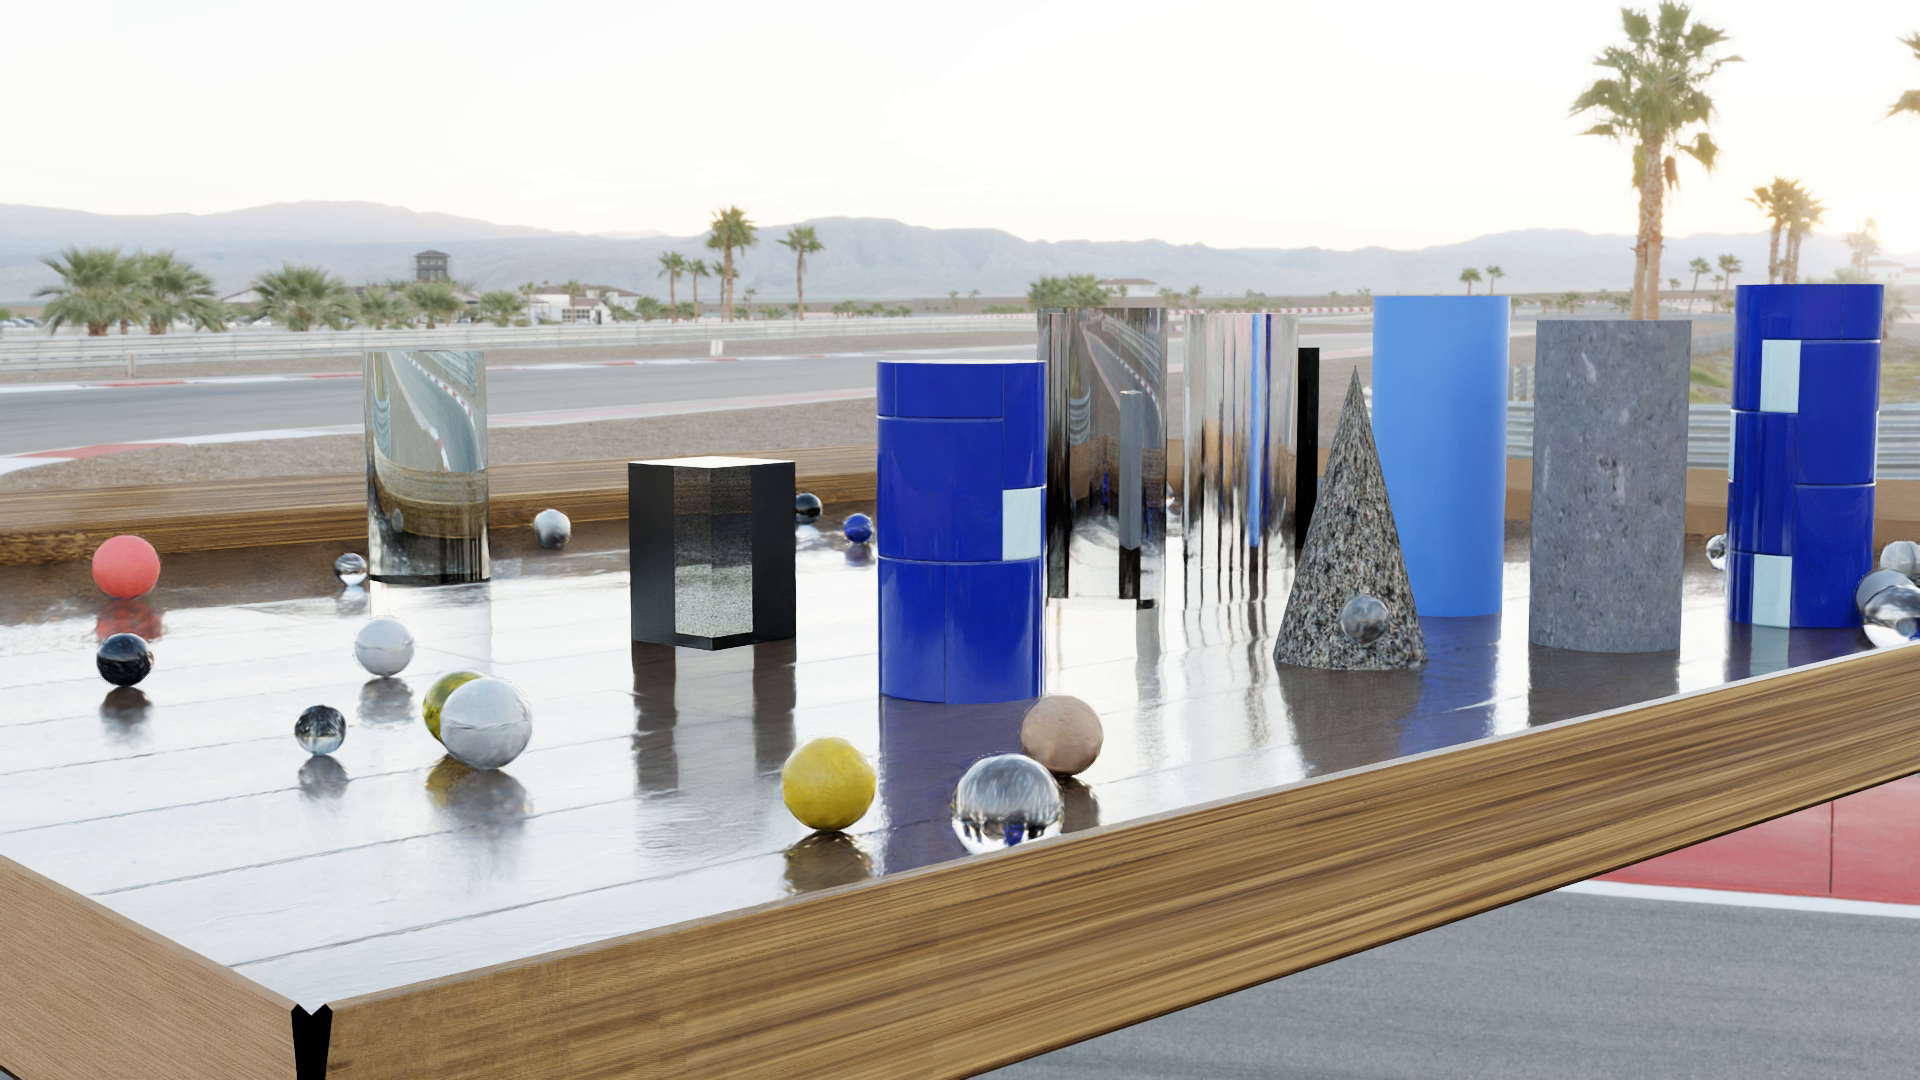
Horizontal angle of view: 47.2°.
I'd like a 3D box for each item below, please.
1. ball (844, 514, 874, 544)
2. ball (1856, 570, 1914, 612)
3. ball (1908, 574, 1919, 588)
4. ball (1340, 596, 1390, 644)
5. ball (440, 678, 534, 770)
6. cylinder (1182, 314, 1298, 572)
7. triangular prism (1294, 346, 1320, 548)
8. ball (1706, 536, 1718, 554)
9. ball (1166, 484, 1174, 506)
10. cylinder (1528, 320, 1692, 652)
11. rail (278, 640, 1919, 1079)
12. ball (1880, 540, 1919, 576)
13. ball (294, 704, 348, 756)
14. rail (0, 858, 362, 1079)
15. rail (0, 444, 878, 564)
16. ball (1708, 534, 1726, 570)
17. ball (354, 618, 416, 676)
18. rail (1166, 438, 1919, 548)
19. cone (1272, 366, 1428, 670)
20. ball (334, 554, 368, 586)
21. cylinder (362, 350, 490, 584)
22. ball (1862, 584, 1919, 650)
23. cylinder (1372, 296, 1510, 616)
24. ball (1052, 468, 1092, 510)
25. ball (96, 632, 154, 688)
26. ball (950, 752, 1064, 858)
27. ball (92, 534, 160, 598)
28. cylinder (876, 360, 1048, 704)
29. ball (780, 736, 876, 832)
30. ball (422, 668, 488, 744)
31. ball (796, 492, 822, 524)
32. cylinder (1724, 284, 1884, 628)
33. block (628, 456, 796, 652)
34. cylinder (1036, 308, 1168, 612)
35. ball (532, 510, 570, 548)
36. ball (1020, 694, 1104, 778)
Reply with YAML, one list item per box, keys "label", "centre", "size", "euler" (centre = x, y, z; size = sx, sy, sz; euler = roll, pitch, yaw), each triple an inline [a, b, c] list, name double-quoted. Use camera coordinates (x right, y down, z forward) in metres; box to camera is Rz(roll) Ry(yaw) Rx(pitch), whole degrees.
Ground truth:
- label: "ball"
  centre: [-0.194, -0.021, 4.207]
  size: [0.058, 0.058, 0.058]
  euler: [0, 6, 0]
- label: "ball"
  centre: [1.295, 0.081, 3.073]
  size: [0.079, 0.079, 0.079]
  euler: [0, 6, 0]
- label: "ball"
  centre: [1.454, 0.075, 3.345]
  size: [0.046, 0.046, 0.046]
  euler: [0, 6, 0]
- label: "ball"
  centre: [0.500, 0.099, 2.713]
  size: [0.060, 0.060, 0.060]
  euler: [0, 6, 0]
- label: "ball"
  centre: [-0.461, 0.179, 2.139]
  size: [0.090, 0.090, 0.090]
  euler: [0, 6, 0]
- label: "cylinder"
  centre: [0.489, -0.175, 3.844]
  size: [0.199, 0.440, 0.199]
  euler: [0, 6, 0]
- label: "triangular prism"
  centre: [0.584, -0.180, 4.198]
  size: [0.172, 0.377, 0.149]
  euler: [0, 6, 0]
- label: "ball"
  centre: [1.340, 0.018, 3.868]
  size: [0.052, 0.052, 0.052]
  euler: [0, 6, 0]
- label: "ball"
  centre: [0.456, -0.101, 4.976]
  size: [0.058, 0.058, 0.058]
  euler: [0, 6, 0]
- label: "cylinder"
  centre: [0.870, -0.078, 2.951]
  size: [0.199, 0.432, 0.199]
  euler: [0, 6, 0]
- label: "rail"
  centre: [1.018, 0.148, 2.235]
  size: [3.618, 0.129, 0.045]
  euler: [-5, 8, -42]
- label: "ball"
  centre: [1.545, 0.036, 3.601]
  size: [0.071, 0.071, 0.071]
  euler: [0, 6, 0]
- label: "ball"
  centre: [-0.642, 0.191, 2.210]
  size: [0.051, 0.051, 0.051]
  euler: [0, 6, 0]
- label: "rail"
  centre: [-1.312, 0.159, 2.128]
  size: [0.045, 0.129, 3.050]
  euler: [-5, 8, -42]
- label: "rail"
  centre: [-1.018, -0.081, 4.429]
  size: [3.618, 0.129, 0.045]
  euler: [-5, 8, -42]
- label: "ball"
  centre: [1.317, 0.022, 3.769]
  size: [0.065, 0.065, 0.065]
  euler: [0, 6, 0]
- label: "ball"
  centre: [-0.702, 0.131, 2.684]
  size: [0.072, 0.072, 0.072]
  euler: [0, 6, 0]
- label: "rail"
  centre: [1.312, -0.092, 4.536]
  size: [0.045, 0.129, 3.050]
  euler: [-5, 8, -42]
- label: "cone"
  centre: [0.503, -0.036, 2.814]
  size: [0.199, 0.378, 0.199]
  euler: [0, 6, 0]
- label: "ball"
  centre: [-0.992, 0.048, 3.580]
  size: [0.052, 0.052, 0.052]
  euler: [0, 6, 0]
- label: "cylinder"
  centre: [-0.890, -0.126, 3.672]
  size: [0.199, 0.378, 0.199]
  euler: [0, 6, 0]
- label: "ball"
  centre: [1.220, 0.103, 2.851]
  size: [0.092, 0.092, 0.092]
  euler: [0, 6, 0]
- label: "cylinder"
  centre: [0.715, -0.130, 3.288]
  size: [0.199, 0.466, 0.199]
  euler: [0, 6, 0]
- label: "ball"
  centre: [0.251, -0.113, 4.927]
  size: [0.093, 0.093, 0.093]
  euler: [0, 6, 0]
- label: "ball"
  centre: [-0.991, 0.142, 2.610]
  size: [0.065, 0.065, 0.065]
  euler: [0, 6, 0]
- label: "ball"
  centre: [0.038, 0.217, 1.764]
  size: [0.092, 0.092, 0.092]
  euler: [0, 6, 0]
- label: "ball"
  centre: [-1.294, 0.041, 3.411]
  size: [0.099, 0.099, 0.099]
  euler: [0, 6, 0]
- label: "cylinder"
  centre: [0.002, -0.016, 2.577]
  size: [0.199, 0.386, 0.199]
  euler: [0, 6, 0]
- label: "ball"
  centre: [-0.112, 0.209, 1.886]
  size: [0.082, 0.082, 0.082]
  euler: [0, 6, 0]
- label: "ball"
  centre: [-0.506, 0.172, 2.240]
  size: [0.082, 0.082, 0.082]
  euler: [0, 6, 0]
- label: "ball"
  centre: [-0.320, -0.065, 4.590]
  size: [0.066, 0.066, 0.066]
  euler: [0, 6, 0]
- label: "cylinder"
  centre: [1.211, -0.125, 3.162]
  size: [0.199, 0.481, 0.199]
  euler: [0, 6, 0]
- label: "block"
  centre: [-0.335, 0.014, 2.986]
  size: [0.159, 0.241, 0.159]
  euler: [5, 8, 39]
- label: "cylinder"
  centre: [0.215, -0.128, 3.345]
  size: [0.199, 0.449, 0.199]
  euler: [0, 6, 0]
- label: "ball"
  centre: [-0.770, -0.021, 4.147]
  size: [0.071, 0.071, 0.071]
  euler: [0, 6, 0]
- label: "ball"
  centre: [0.098, 0.188, 2.104]
  size: [0.079, 0.079, 0.079]
  euler: [0, 6, 0]
